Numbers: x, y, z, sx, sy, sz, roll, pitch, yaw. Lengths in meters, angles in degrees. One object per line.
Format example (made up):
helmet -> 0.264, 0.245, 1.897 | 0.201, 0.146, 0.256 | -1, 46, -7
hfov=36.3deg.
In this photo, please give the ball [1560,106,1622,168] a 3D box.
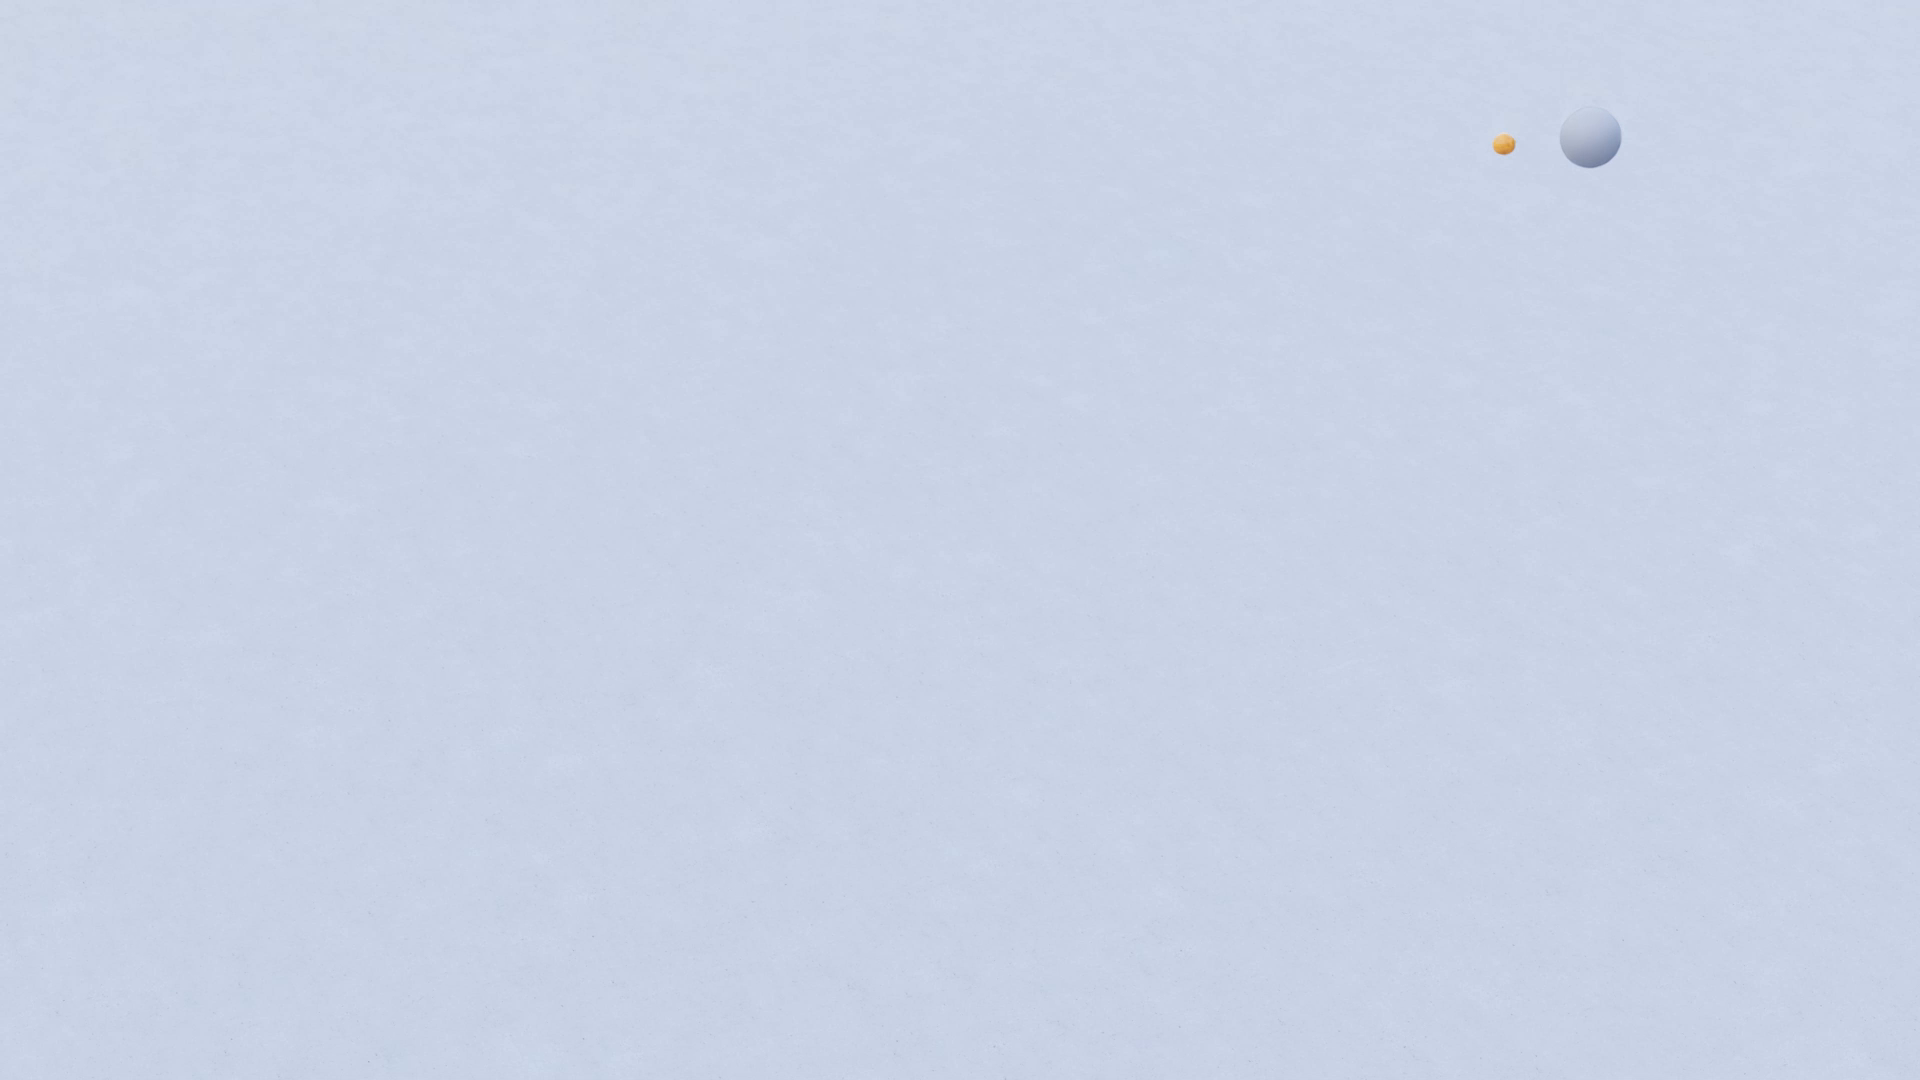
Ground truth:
ball -> 1.967, -1.256, 9.147 | 0.191, 0.191, 0.191 | 0, 33, 0
